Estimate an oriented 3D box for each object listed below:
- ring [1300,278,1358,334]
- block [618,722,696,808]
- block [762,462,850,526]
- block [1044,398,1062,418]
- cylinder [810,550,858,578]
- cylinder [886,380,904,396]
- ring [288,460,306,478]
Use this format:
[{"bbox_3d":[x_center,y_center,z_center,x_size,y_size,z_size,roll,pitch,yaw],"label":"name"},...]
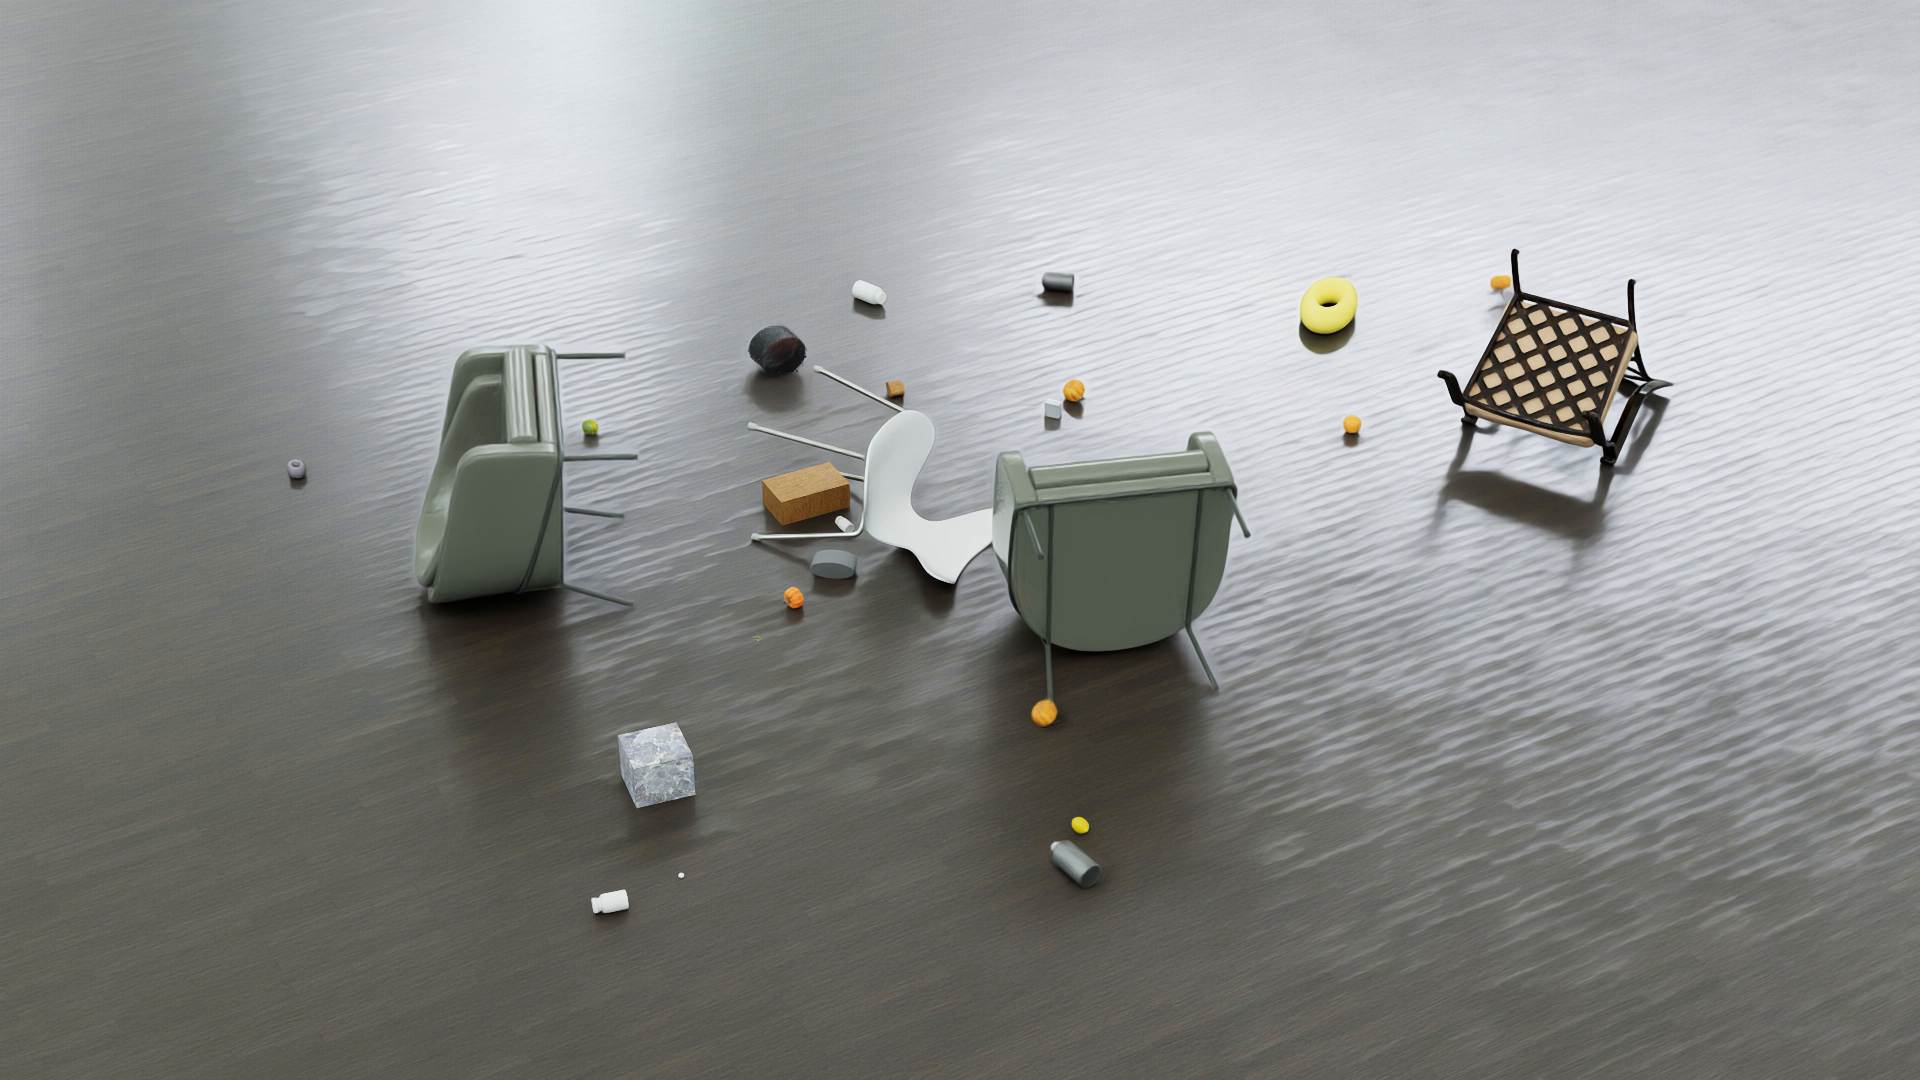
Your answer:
[{"bbox_3d":[1.554,-0.989,12.353,0.235,0.105,0.405,9,35,15],"label":"ring"},{"bbox_3d":[-1.001,0.742,9.671,0.200,0.162,0.193,-12,35,-17],"label":"block"},{"bbox_3d":[-0.583,-0.176,11.117,0.284,0.104,0.175,-16,37,-23],"label":"block"},{"bbox_3d":[0.372,-0.524,11.685,0.059,0.059,0.037,14,36,20],"label":"block"},{"bbox_3d":[-0.462,0.089,10.747,0.164,0.070,0.086,5,34,6],"label":"cylinder"},{"bbox_3d":[-0.261,-0.611,11.826,0.055,0.051,0.086,-9,34,-14],"label":"cylinder"},{"bbox_3d":[-2.561,-0.273,11.315,0.069,0.050,0.088,-14,37,-24],"label":"ring"}]
